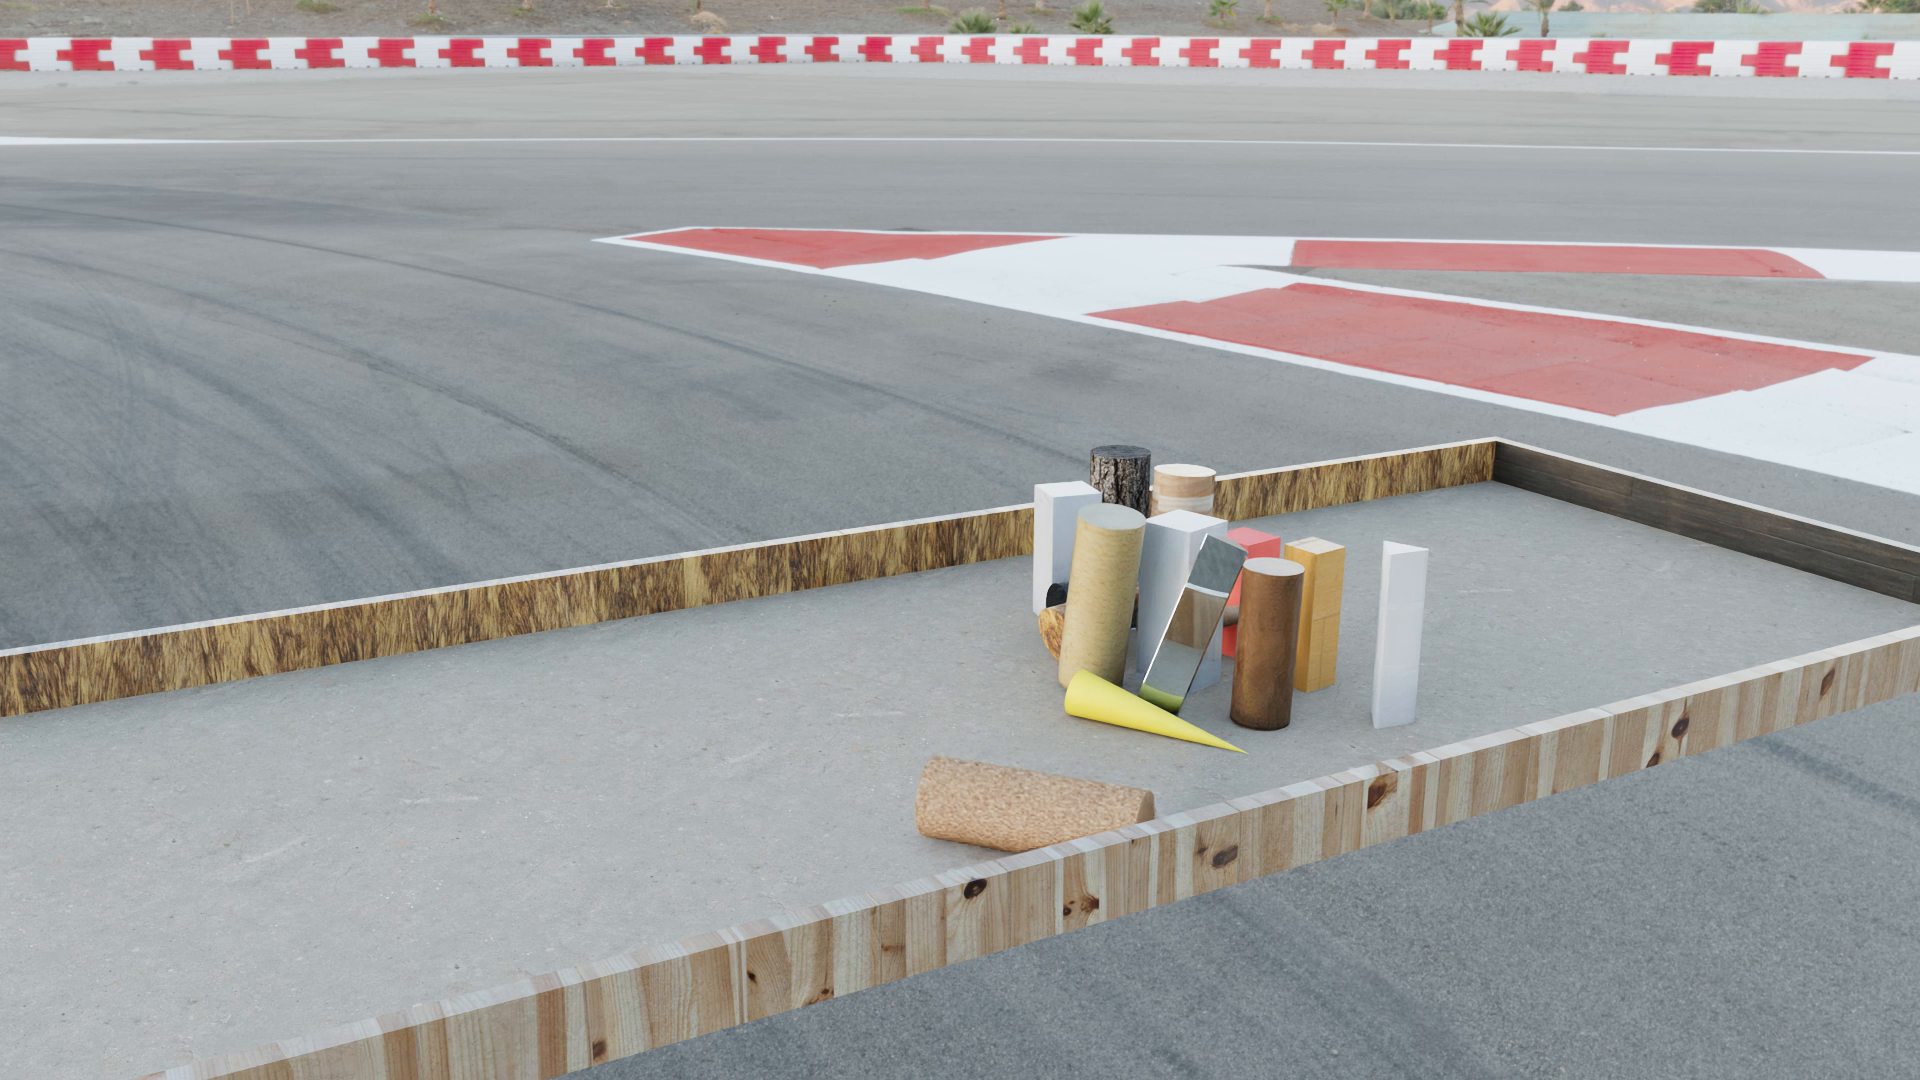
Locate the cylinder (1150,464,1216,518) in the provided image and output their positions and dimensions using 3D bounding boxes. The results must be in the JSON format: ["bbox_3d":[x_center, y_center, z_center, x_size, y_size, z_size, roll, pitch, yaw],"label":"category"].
[{"bbox_3d":[0.611,0.004,4.601,0.169,0.407,0.169,3,14,-1],"label":"cylinder"}]

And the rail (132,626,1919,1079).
[{"bbox_3d":[-2.336,1.006,1.665,12.000,0.150,0.050,-9,18,-27],"label":"rail"}]

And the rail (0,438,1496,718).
[{"bbox_3d":[-3.305,0.497,3.399,12.000,0.150,0.050,-9,18,-27],"label":"rail"}]

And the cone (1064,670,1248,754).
[{"bbox_3d":[0.465,0.422,3.820,0.448,0.113,0.113,18,23,28],"label":"cone"}]

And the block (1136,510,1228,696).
[{"bbox_3d":[0.548,0.154,4.087,0.150,0.420,0.150,-16,22,-42],"label":"block"}]

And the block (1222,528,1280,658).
[{"bbox_3d":[0.743,0.139,4.328,0.126,0.311,0.126,-13,21,-37],"label":"block"}]

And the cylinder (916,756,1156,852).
[{"bbox_3d":[0.147,0.537,3.245,0.444,0.160,0.160,7,18,21],"label":"cylinder"}]

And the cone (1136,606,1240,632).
[{"bbox_3d":[0.678,0.198,4.257,0.440,0.114,0.114,-11,9,30],"label":"cone"}]

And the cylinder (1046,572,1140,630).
[{"bbox_3d":[0.407,0.175,4.487,0.310,0.154,0.154,-7,18,-22],"label":"cylinder"}]

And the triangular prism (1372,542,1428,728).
[{"bbox_3d":[1.005,0.219,3.856,0.108,0.425,0.094,-6,18,-21],"label":"triangular prism"}]

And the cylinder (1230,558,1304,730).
[{"bbox_3d":[0.716,0.242,3.853,0.141,0.378,0.141,2,16,-1],"label":"cylinder"}]

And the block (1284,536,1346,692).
[{"bbox_3d":[0.867,0.185,4.087,0.104,0.359,0.104,-12,21,-35],"label":"block"}]

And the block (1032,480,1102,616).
[{"bbox_3d":[0.296,0.037,4.572,0.142,0.370,0.142,-5,17,-17],"label":"block"}]

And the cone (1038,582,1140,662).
[{"bbox_3d":[0.433,0.162,4.341,0.454,0.158,0.158,-25,27,-27],"label":"cone"}]

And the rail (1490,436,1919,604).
[{"bbox_3d":[2.466,-0.048,5.253,0.050,0.150,2.100,-9,18,-27],"label":"rail"}]

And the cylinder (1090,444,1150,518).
[{"bbox_3d":[0.466,-0.061,4.840,0.175,0.407,0.175,0,16,0],"label":"cylinder"}]

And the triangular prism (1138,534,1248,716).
[{"bbox_3d":[0.552,0.206,3.890,0.104,0.443,0.090,25,12,16],"label":"triangular prism"}]

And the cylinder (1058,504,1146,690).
[{"bbox_3d":[0.343,0.147,4.028,0.164,0.446,0.164,5,23,-2],"label":"cylinder"}]
